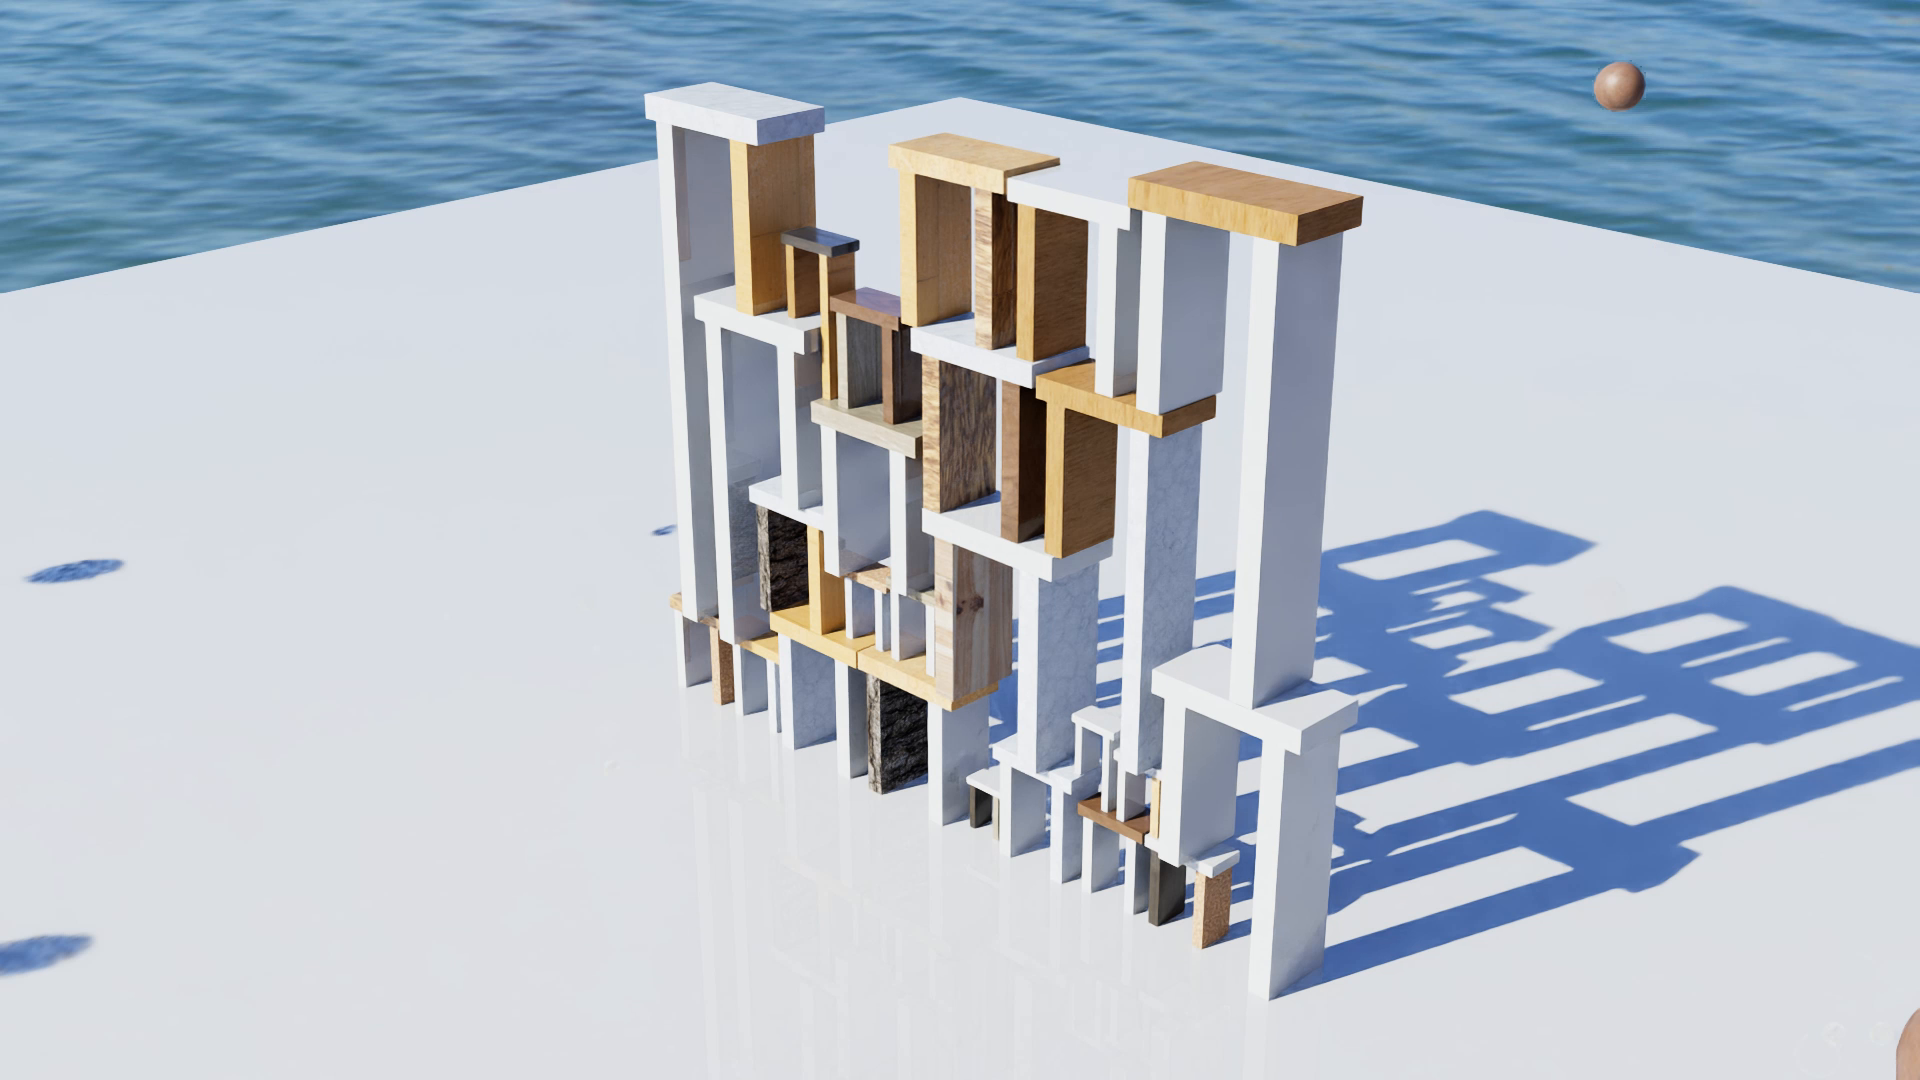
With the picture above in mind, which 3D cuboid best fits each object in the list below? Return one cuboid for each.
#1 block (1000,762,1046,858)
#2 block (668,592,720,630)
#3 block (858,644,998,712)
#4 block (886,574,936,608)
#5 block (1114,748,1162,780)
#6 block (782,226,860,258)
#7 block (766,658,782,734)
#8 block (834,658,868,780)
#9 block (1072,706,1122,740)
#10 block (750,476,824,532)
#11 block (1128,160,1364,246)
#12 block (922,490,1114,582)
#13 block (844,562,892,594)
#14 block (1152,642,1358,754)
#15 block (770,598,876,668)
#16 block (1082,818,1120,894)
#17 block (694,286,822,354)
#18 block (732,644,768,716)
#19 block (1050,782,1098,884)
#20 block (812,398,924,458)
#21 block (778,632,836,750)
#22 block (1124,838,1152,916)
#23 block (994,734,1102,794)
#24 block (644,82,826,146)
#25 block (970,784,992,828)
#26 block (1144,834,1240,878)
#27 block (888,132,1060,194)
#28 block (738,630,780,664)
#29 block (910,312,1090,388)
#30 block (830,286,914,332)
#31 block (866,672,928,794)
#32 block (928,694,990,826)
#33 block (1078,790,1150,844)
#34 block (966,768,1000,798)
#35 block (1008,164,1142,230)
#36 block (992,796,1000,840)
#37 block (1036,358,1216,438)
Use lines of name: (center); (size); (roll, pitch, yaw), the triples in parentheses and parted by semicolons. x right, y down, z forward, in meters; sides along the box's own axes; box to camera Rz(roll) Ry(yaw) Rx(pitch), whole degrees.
block: (0.124, 0.510, 4.299); (0.029, 0.203, 0.102); (21, 31, 41)
block: (-0.552, 0.150, 4.893); (0.187, 0.027, 0.094); (21, 31, 41)
block: (-0.065, 0.262, 4.410); (0.267, 0.038, 0.134); (21, 31, 41)
block: (-0.067, 0.094, 4.340); (0.076, 0.022, 0.152); (-21, 31, -40)
block: (0.346, 0.402, 4.014); (0.121, 0.017, 0.061); (21, 31, 41)
block: (-0.271, -0.580, 4.270); (0.073, 0.021, 0.147); (-21, 31, -41)
block: (-0.376, 0.326, 4.773); (0.024, 0.172, 0.086); (21, 31, 41)
block: (-0.196, 0.353, 4.588); (0.038, 0.266, 0.133); (21, 31, 41)
block: (0.264, 0.339, 4.079); (0.053, 0.015, 0.105); (-20, 30, -39)
block: (-0.311, -0.080, 4.522); (0.237, 0.034, 0.118); (21, 31, 41)
block: (0.452, -0.540, 3.510); (0.339, 0.048, 0.170); (21, 31, 41)
block: (0.105, -0.015, 4.103); (0.166, 0.047, 0.333); (-21, 31, -40)
block: (-0.171, 0.071, 4.445); (0.134, 0.019, 0.067); (21, 31, 40)
block: (0.505, 0.268, 3.787); (0.161, 0.046, 0.321); (-21, 31, -41)
block: (-0.258, 0.189, 4.586); (0.266, 0.038, 0.133); (21, 31, 41)
block: (0.268, 0.585, 4.179); (0.023, 0.159, 0.080); (21, 31, 41)
block: (-0.363, -0.452, 4.433); (0.337, 0.048, 0.168); (21, 31, 41)
block: (-0.457, 0.294, 4.848); (0.024, 0.172, 0.086); (21, 31, 41)
block: (0.220, 0.547, 4.211); (0.102, 0.203, 0.029); (-21, 31, -41)
block: (-0.137, -0.233, 4.279); (0.293, 0.042, 0.147); (21, 31, 41)
block: (-0.321, 0.304, 4.703); (0.038, 0.266, 0.133); (21, 31, 41)
block: (0.343, 0.614, 4.110); (0.023, 0.159, 0.080); (21, 31, 41)
block: (0.172, 0.422, 4.210); (0.102, 0.029, 0.203); (-21, 31, -41)
block: (-0.448, -0.846, 4.353); (0.346, 0.049, 0.173); (21, 31, 41)
block: (0.042, 0.525, 4.400); (0.014, 0.096, 0.048); (21, 31, 41)
block: (0.423, 0.562, 4.005); (0.157, 0.022, 0.079); (21, 31, 41)
block: (0.023, -0.673, 3.915); (0.144, 0.041, 0.287); (-21, 31, -41)
block: (-0.416, 0.219, 4.772); (0.172, 0.024, 0.086); (21, 31, 41)
block: (0.071, -0.348, 3.992); (0.152, 0.043, 0.304); (-21, 31, -41)
block: (-0.149, -0.442, 4.195); (0.191, 0.027, 0.095); (21, 31, 41)
block: (-0.128, 0.378, 4.527); (0.038, 0.267, 0.134); (21, 31, 41)
block: (-0.002, 0.427, 4.411); (0.038, 0.267, 0.134); (21, 31, 41)
block: (0.306, 0.516, 4.109); (0.159, 0.023, 0.080); (21, 31, 41)
block: (0.065, 0.483, 4.357); (0.096, 0.014, 0.048); (21, 31, 41)
block: (0.228, -0.583, 3.730); (0.139, 0.039, 0.277); (-21, 31, -40)
block: (0.087, 0.543, 4.358); (0.014, 0.096, 0.048); (21, 31, 41)
block: (0.285, -0.248, 3.804); (0.287, 0.041, 0.144); (21, 31, 41)
